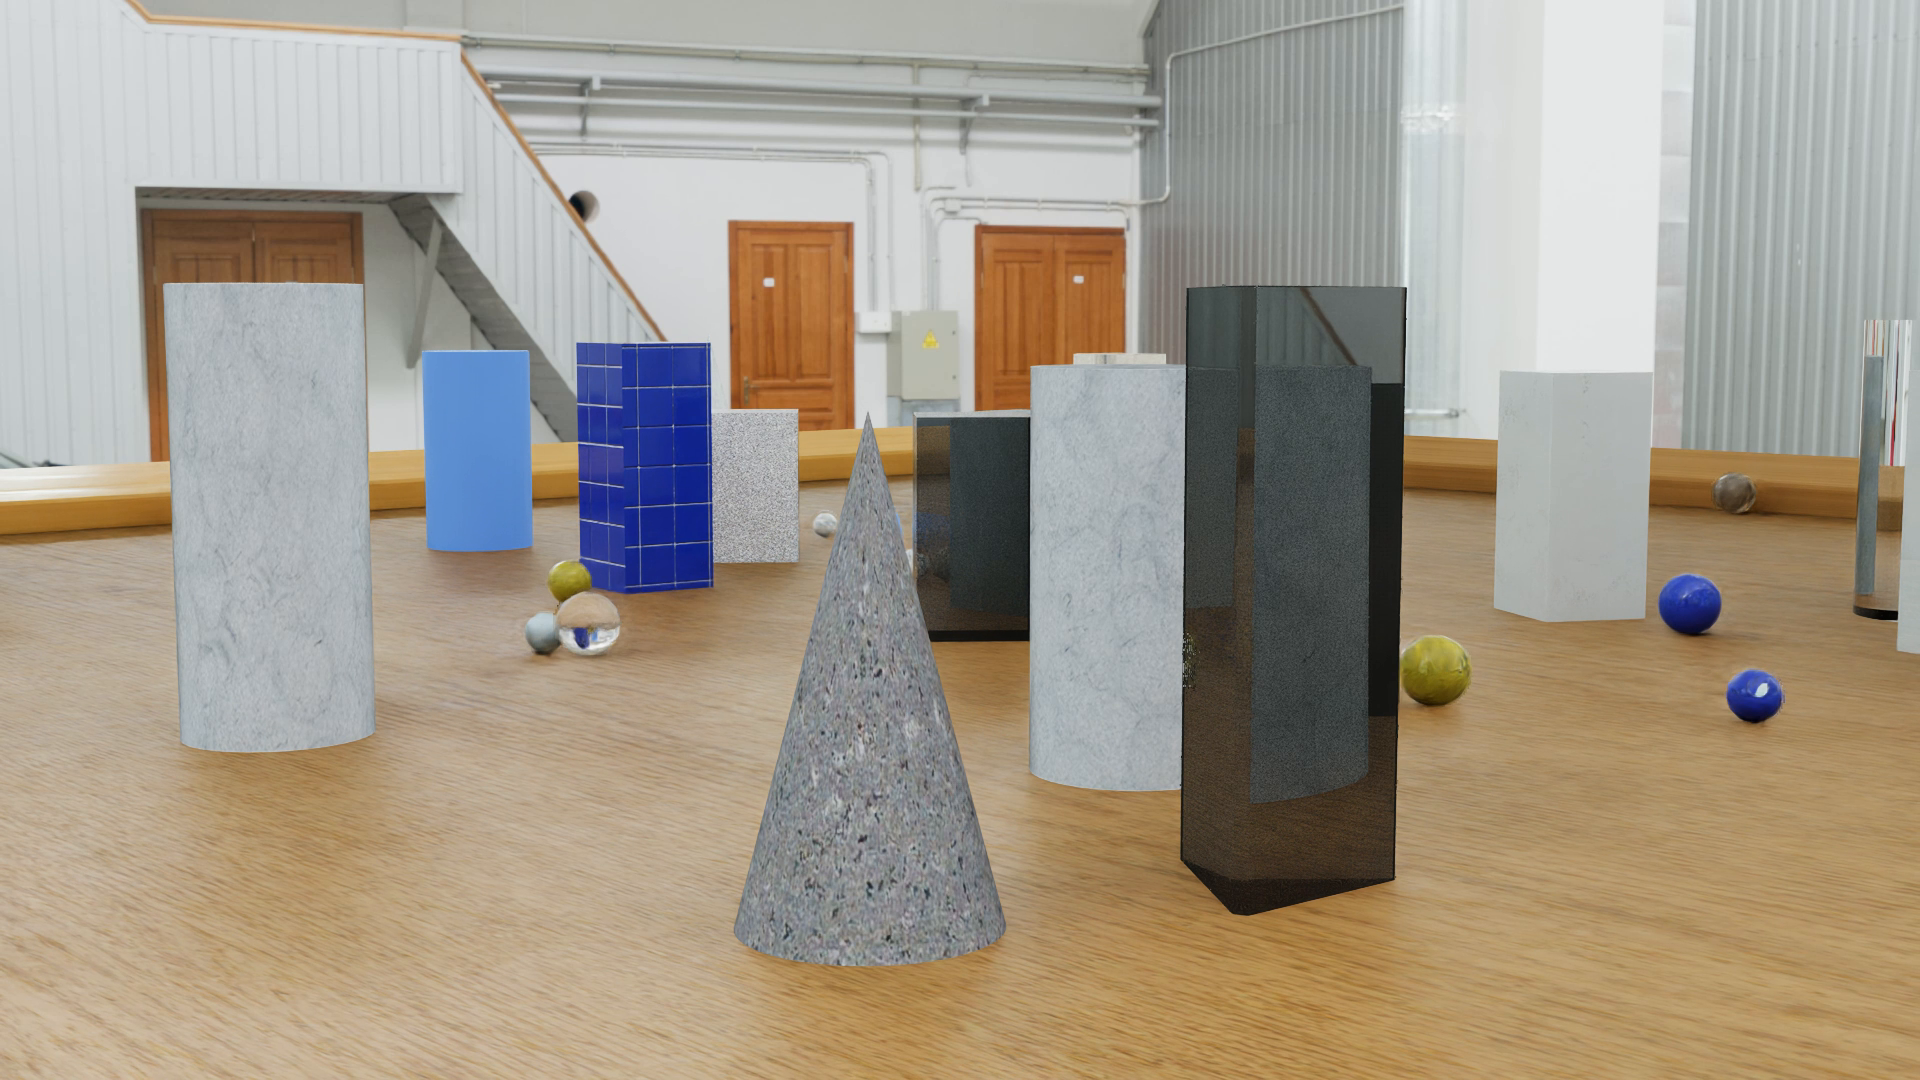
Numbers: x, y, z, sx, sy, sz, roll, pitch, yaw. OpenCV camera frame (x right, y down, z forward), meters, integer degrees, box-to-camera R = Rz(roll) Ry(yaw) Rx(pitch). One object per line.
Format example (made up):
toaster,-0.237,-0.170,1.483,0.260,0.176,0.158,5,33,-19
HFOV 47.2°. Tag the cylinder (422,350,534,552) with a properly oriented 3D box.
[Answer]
cylinder,-0.911,-0.172,4.158,0.198,0.368,0.198,0,6,0

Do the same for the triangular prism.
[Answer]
triangular prism,0.228,0.036,1.711,0.171,0.462,0.148,-5,8,-38

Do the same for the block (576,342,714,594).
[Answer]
block,-0.509,-0.122,3.552,0.158,0.393,0.158,-4,7,-36

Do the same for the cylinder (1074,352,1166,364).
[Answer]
cylinder,0.341,-0.223,4.722,0.198,0.352,0.198,0,6,0

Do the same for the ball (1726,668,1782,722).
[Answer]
ball,0.861,0.169,2.384,0.058,0.058,0.058,0,6,0

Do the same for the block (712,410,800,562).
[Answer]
block,-0.370,-0.100,3.962,0.158,0.265,0.158,0,6,-3

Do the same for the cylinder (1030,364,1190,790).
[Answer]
cylinder,0.166,0.029,2.123,0.198,0.391,0.198,0,6,0

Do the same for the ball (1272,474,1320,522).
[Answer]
ball,0.709,-0.088,4.650,0.099,0.099,0.099,0,6,0

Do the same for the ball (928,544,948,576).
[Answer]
ball,-0.027,0.033,3.710,0.053,0.053,0.053,0,6,0

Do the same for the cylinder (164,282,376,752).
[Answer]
cylinder,-0.719,-0.030,2.297,0.198,0.471,0.198,0,6,0

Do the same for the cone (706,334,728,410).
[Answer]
cone,-0.515,-0.227,4.530,0.198,0.399,0.198,0,6,0

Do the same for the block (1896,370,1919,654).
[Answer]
block,1.338,-0.034,2.838,0.158,0.367,0.158,-3,7,-28

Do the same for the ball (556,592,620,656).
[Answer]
ball,-0.481,0.108,2.841,0.083,0.083,0.083,0,6,0

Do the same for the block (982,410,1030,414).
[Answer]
block,0.094,-0.049,3.354,0.158,0.290,0.158,6,8,44

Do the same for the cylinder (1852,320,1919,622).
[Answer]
cylinder,1.415,-0.104,3.201,0.198,0.431,0.198,0,6,0

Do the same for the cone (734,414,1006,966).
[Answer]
cone,-0.065,0.094,1.577,0.198,0.375,0.198,0,6,0

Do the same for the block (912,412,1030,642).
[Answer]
block,0.017,-0.022,3.030,0.158,0.303,0.158,0,6,-3

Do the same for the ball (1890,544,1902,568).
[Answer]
ball,1.627,0.029,3.789,0.045,0.045,0.045,0,6,0

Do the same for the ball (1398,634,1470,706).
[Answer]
ball,0.535,0.147,2.482,0.081,0.081,0.081,0,6,0

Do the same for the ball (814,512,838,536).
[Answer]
ball,-0.265,-0.030,4.337,0.048,0.048,0.048,0,6,0

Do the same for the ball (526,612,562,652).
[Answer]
ball,-0.541,0.121,2.869,0.052,0.052,0.052,0,6,0

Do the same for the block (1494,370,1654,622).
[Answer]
block,0.898,-0.069,3.229,0.158,0.357,0.158,-2,6,-14

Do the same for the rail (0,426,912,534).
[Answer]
rail,-1.386,-0.122,4.825,4.724,0.128,0.045,-5,8,-42

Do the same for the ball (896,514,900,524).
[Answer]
ball,-0.158,-0.022,4.017,0.099,0.099,0.099,0,6,0

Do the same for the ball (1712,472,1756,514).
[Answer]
ball,1.703,-0.103,4.833,0.090,0.090,0.090,0,6,0

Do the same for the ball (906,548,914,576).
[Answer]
ball,-0.078,0.037,3.713,0.044,0.044,0.044,0,6,0

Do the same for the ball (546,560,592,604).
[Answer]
ball,-0.595,0.064,3.348,0.067,0.067,0.067,0,6,0

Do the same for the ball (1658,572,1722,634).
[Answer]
ball,1.008,0.088,3.035,0.085,0.085,0.085,0,6,0

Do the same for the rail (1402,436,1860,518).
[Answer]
rail,1.718,-0.131,4.909,0.045,0.128,4.134,-5,8,-42
